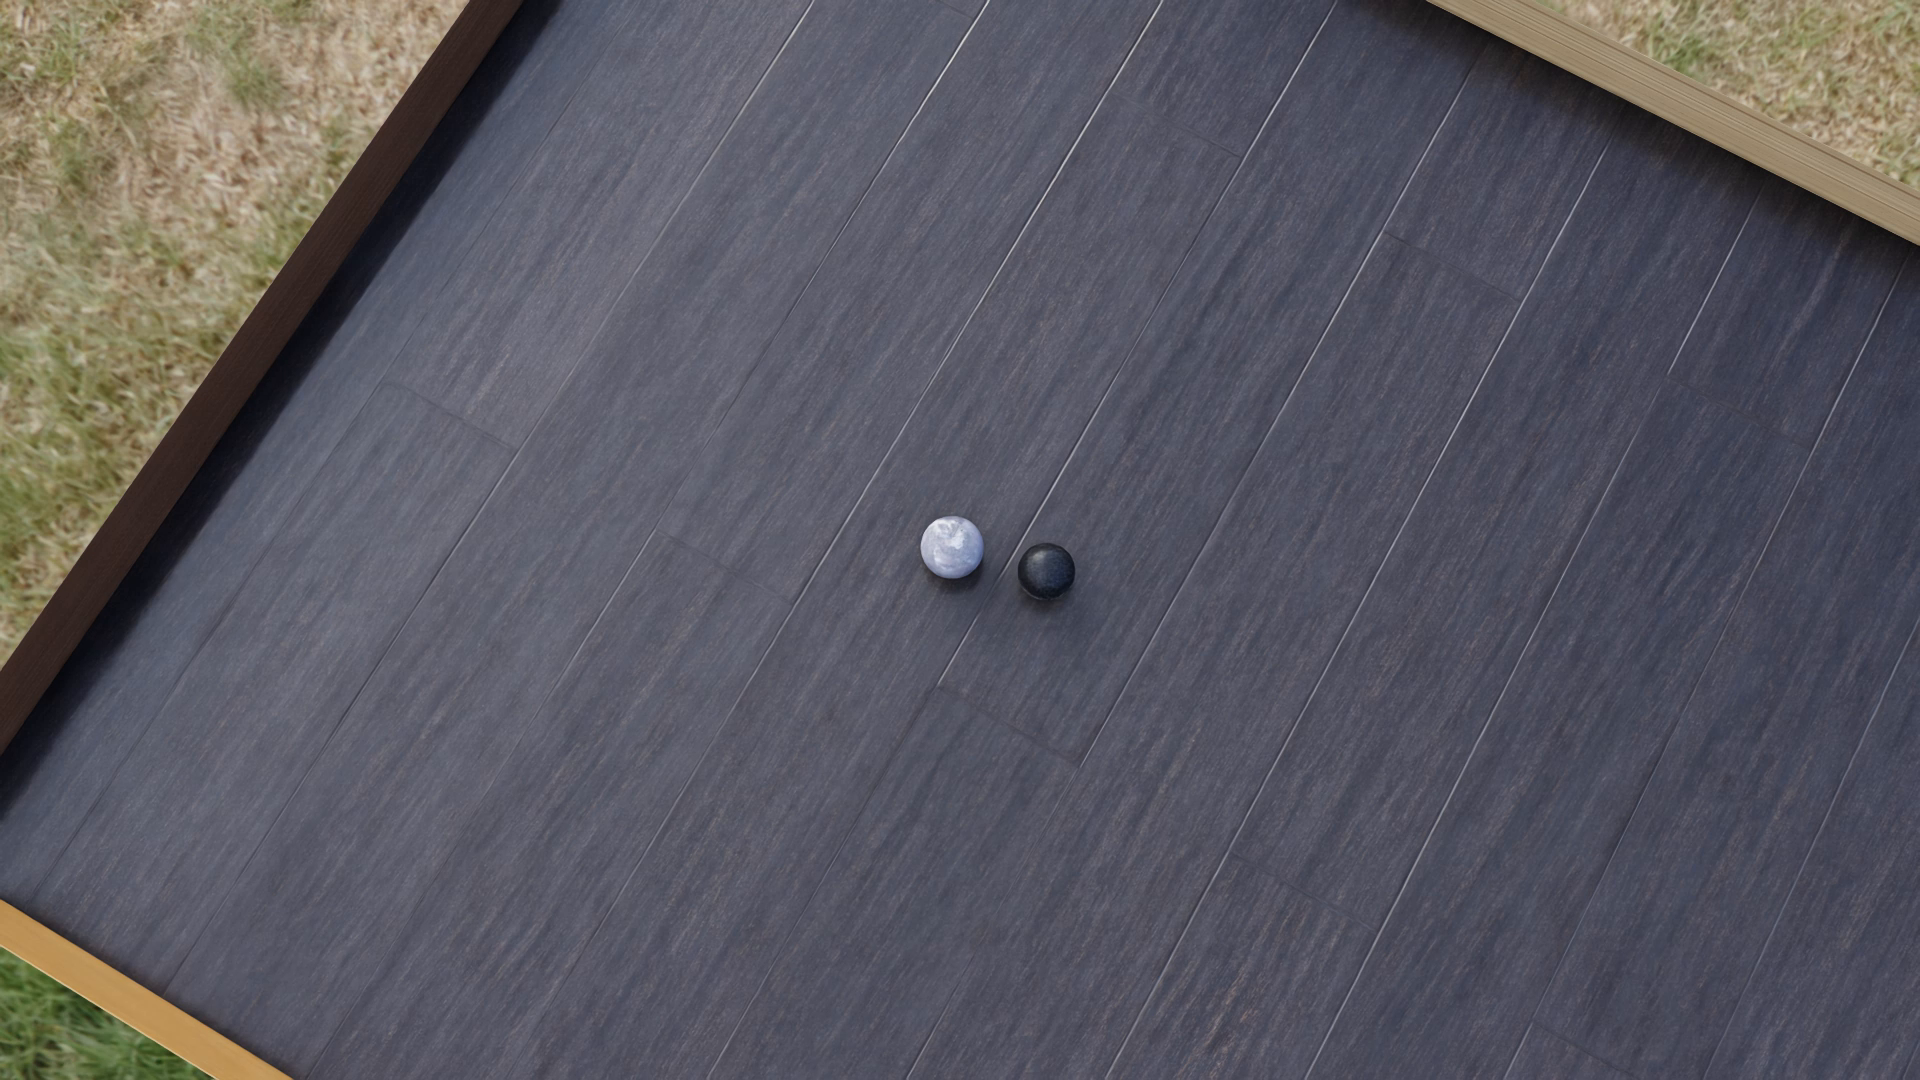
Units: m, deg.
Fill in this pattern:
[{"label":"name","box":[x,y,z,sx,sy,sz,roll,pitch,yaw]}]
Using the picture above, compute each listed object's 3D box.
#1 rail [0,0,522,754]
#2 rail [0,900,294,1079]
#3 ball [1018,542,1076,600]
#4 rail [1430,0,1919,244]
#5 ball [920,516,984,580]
[{"label":"rail","box":[-0.942,-0.523,3.467,0.045,0.125,2.412,29,77,8]},{"label":"rail","box":[0.377,1.515,2.908,4.433,0.125,0.045,29,77,8]},{"label":"ball","box":[0.131,0.048,3.331,0.088,0.088,0.088,0,75,0]},{"label":"rail","box":[1.548,-0.465,3.451,4.433,0.125,0.045,29,77,8]},{"label":"ball","box":[-0.012,0.011,3.336,0.097,0.097,0.097,0,75,0]}]
